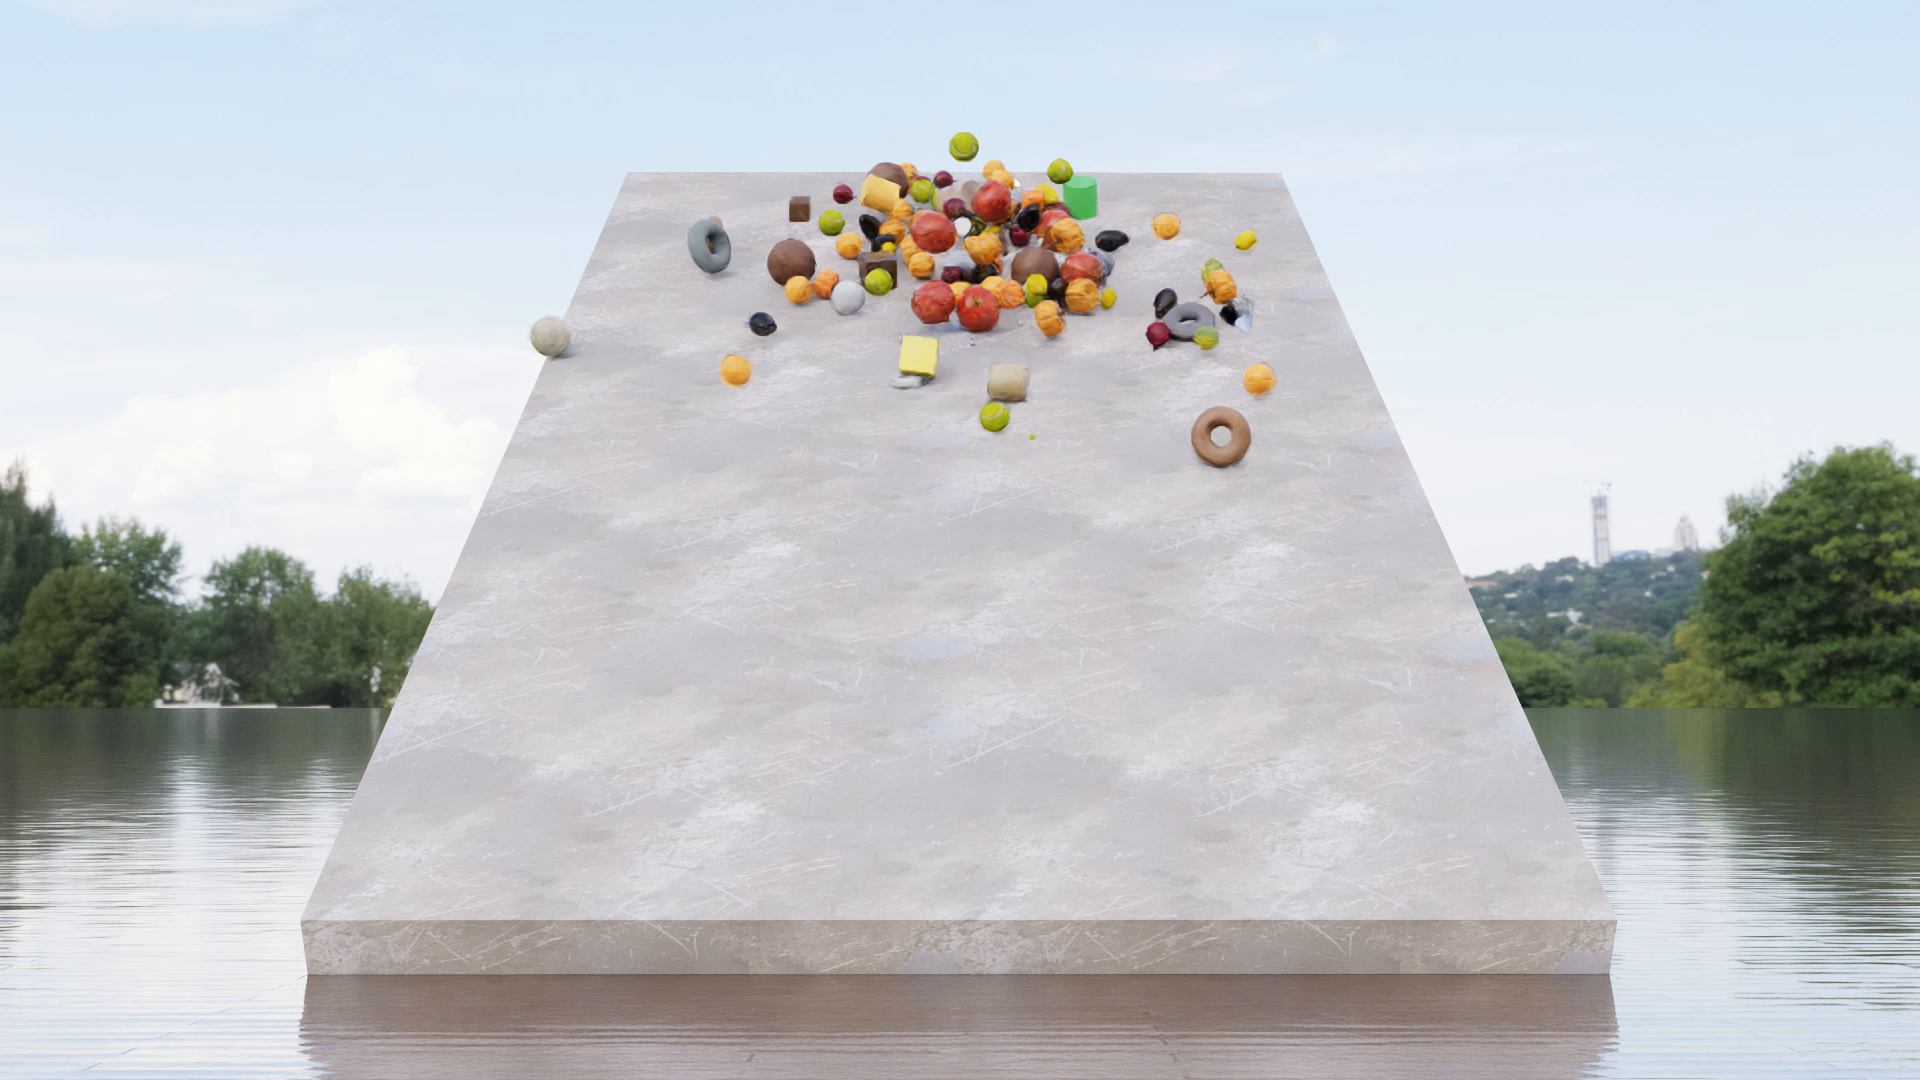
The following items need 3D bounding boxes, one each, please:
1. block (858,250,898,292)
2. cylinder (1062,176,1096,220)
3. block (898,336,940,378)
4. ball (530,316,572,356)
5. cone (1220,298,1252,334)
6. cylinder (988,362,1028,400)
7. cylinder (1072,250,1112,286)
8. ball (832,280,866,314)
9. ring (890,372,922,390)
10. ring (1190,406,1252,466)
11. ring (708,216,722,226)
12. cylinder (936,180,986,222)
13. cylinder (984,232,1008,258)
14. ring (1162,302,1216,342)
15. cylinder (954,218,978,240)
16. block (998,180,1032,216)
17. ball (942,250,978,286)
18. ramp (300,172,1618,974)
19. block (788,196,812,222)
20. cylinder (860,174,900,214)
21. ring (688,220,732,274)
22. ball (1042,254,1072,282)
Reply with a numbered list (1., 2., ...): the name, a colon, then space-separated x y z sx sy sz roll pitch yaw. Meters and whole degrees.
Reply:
1. block: -0.217 -0.711 6.200 0.081 0.081 0.081 -9 27 -18
2. cylinder: 0.345 -0.988 6.762 0.098 0.098 0.098 -2 30 1
3. block: -0.096 -0.435 5.568 0.081 0.081 0.081 8 -4 4
4. ball: -0.999 -0.498 5.720 0.100 0.100 0.100 0 -4 0
5. cone: 0.712 -0.549 5.907 0.089 0.089 0.089 -13 -36 -10
6. cylinder: 0.113 -0.369 5.463 0.084 0.084 0.084 4 -3 7
7. cylinder: 0.352 -0.726 6.239 0.078 0.078 0.078 -3 18 41
8. ball: -0.286 -0.621 6.001 0.087 0.087 0.087 0 -4 0
9. ring: -0.127 -0.377 5.552 0.077 0.026 0.077 -2 19 1
10. ring: 0.570 -0.227 5.115 0.131 0.131 0.044 -1 -1 7
11. ring: -0.678 -0.821 6.374 0.042 0.127 0.127 13 -8 -20
12. cylinder: 0.003 -0.942 6.521 0.099 0.099 0.099 -9 -9 44
13. cylinder: 0.098 -0.791 6.290 0.057 0.057 0.057 -10 -3 -1
14. ring: 0.573 -0.545 5.865 0.133 0.133 0.044 -1 -47 10
15. cylinder: 0.015 -0.861 6.488 0.052 0.052 0.052 -2 -10 22
16. block: 0.160 -0.984 6.743 0.065 0.065 0.065 -37 -13 6
17. ball: 0.000 -0.720 6.203 0.096 0.096 0.096 0 -4 0
18. ramp: -0.009 -0.229 5.389 2.000 0.100 4.000 0 25 0
19. block: -0.448 -0.929 6.585 0.055 0.055 0.055 1 34 5
20. cylinder: -0.221 -0.951 6.454 0.087 0.087 0.087 17 -9 -15
21. ring: -0.667 -0.782 6.240 0.050 0.149 0.149 -12 -10 34
22. ball: 0.259 -0.723 6.234 0.076 0.076 0.076 0 -4 0
